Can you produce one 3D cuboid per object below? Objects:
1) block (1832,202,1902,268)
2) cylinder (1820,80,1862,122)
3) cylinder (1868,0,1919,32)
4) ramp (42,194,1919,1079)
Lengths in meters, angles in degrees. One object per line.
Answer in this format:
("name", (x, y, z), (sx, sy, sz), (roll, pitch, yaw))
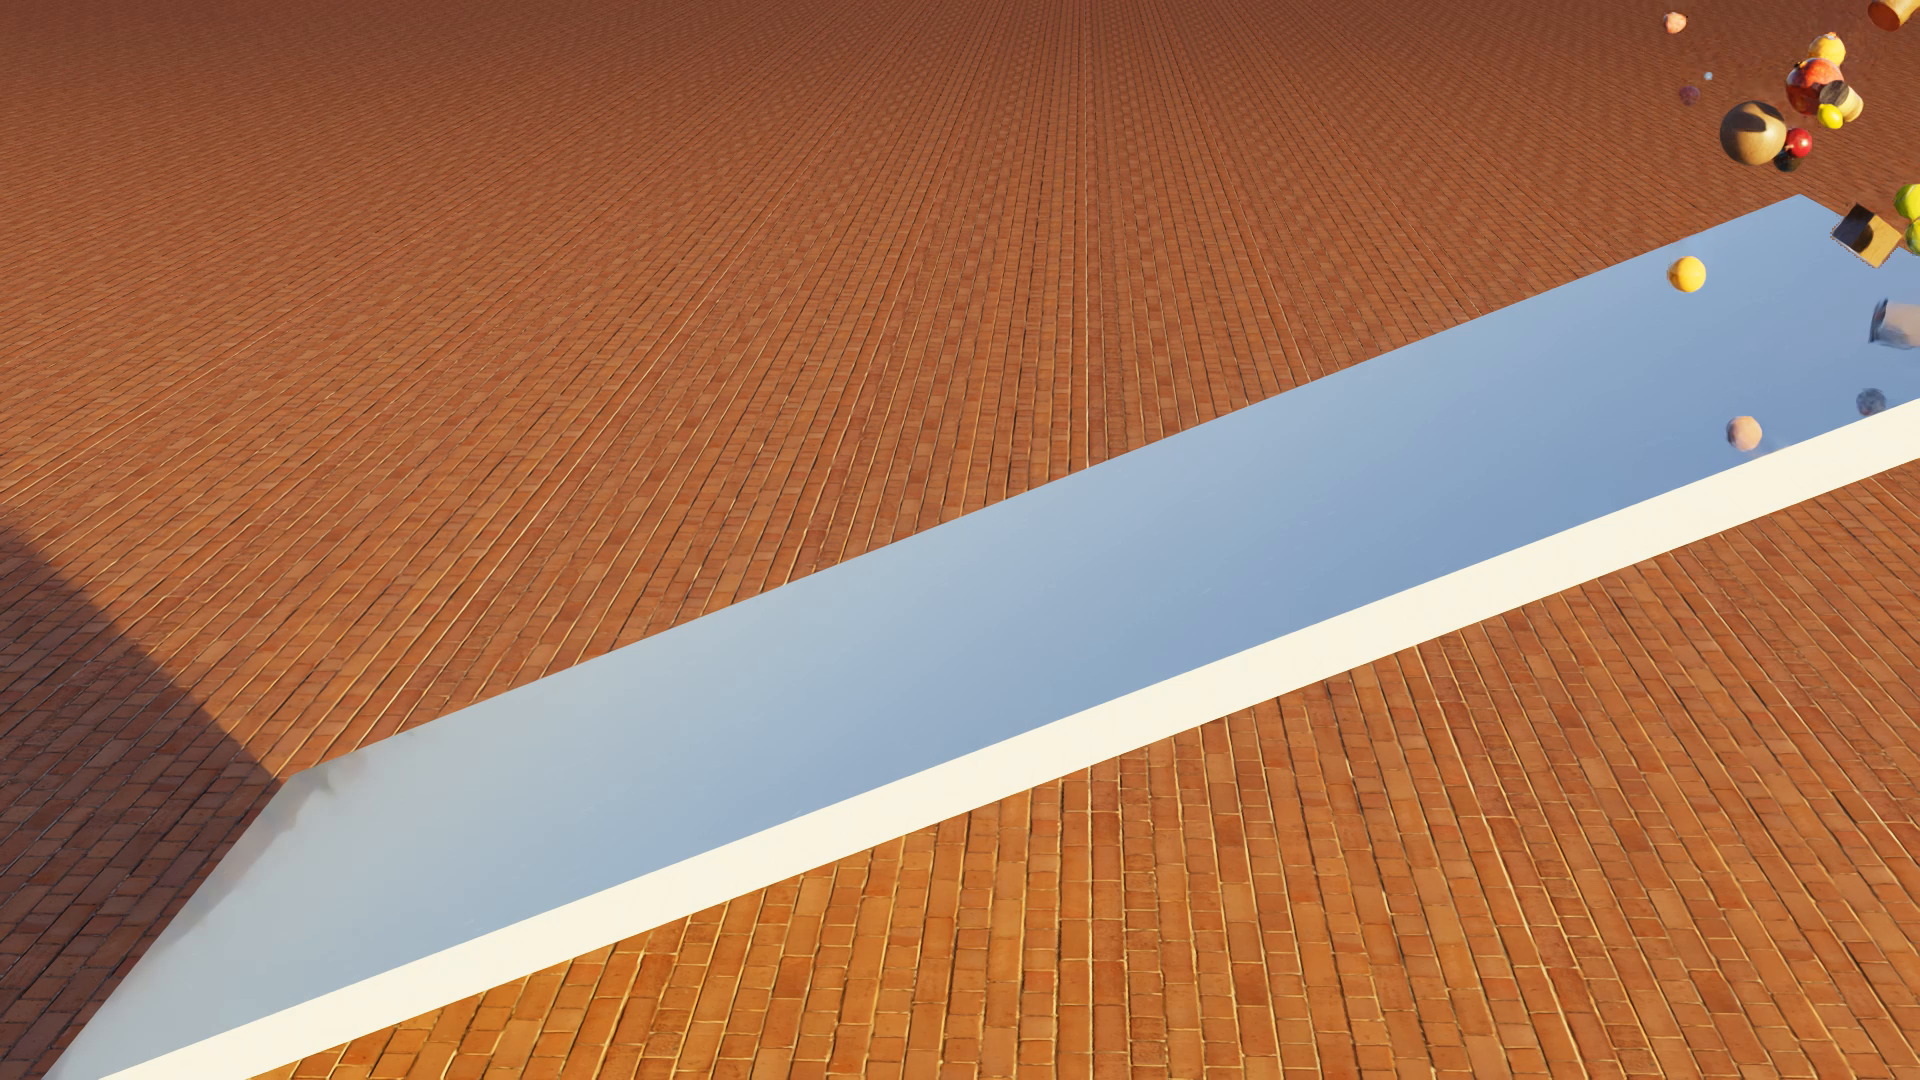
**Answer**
("block", (1.825, -0.613, 5.919), (0.080, 0.080, 0.080), (31, 14, -22))
("cylinder", (1.724, -0.858, 5.756), (0.063, 0.063, 0.063), (14, -10, 44))
("cylinder", (1.816, -1.040, 5.713), (0.073, 0.073, 0.073), (-46, 31, -15))
("ramp", (0.124, 0.173, 6.290), (4.000, 0.100, 2.000), (-21, 12, 7))
